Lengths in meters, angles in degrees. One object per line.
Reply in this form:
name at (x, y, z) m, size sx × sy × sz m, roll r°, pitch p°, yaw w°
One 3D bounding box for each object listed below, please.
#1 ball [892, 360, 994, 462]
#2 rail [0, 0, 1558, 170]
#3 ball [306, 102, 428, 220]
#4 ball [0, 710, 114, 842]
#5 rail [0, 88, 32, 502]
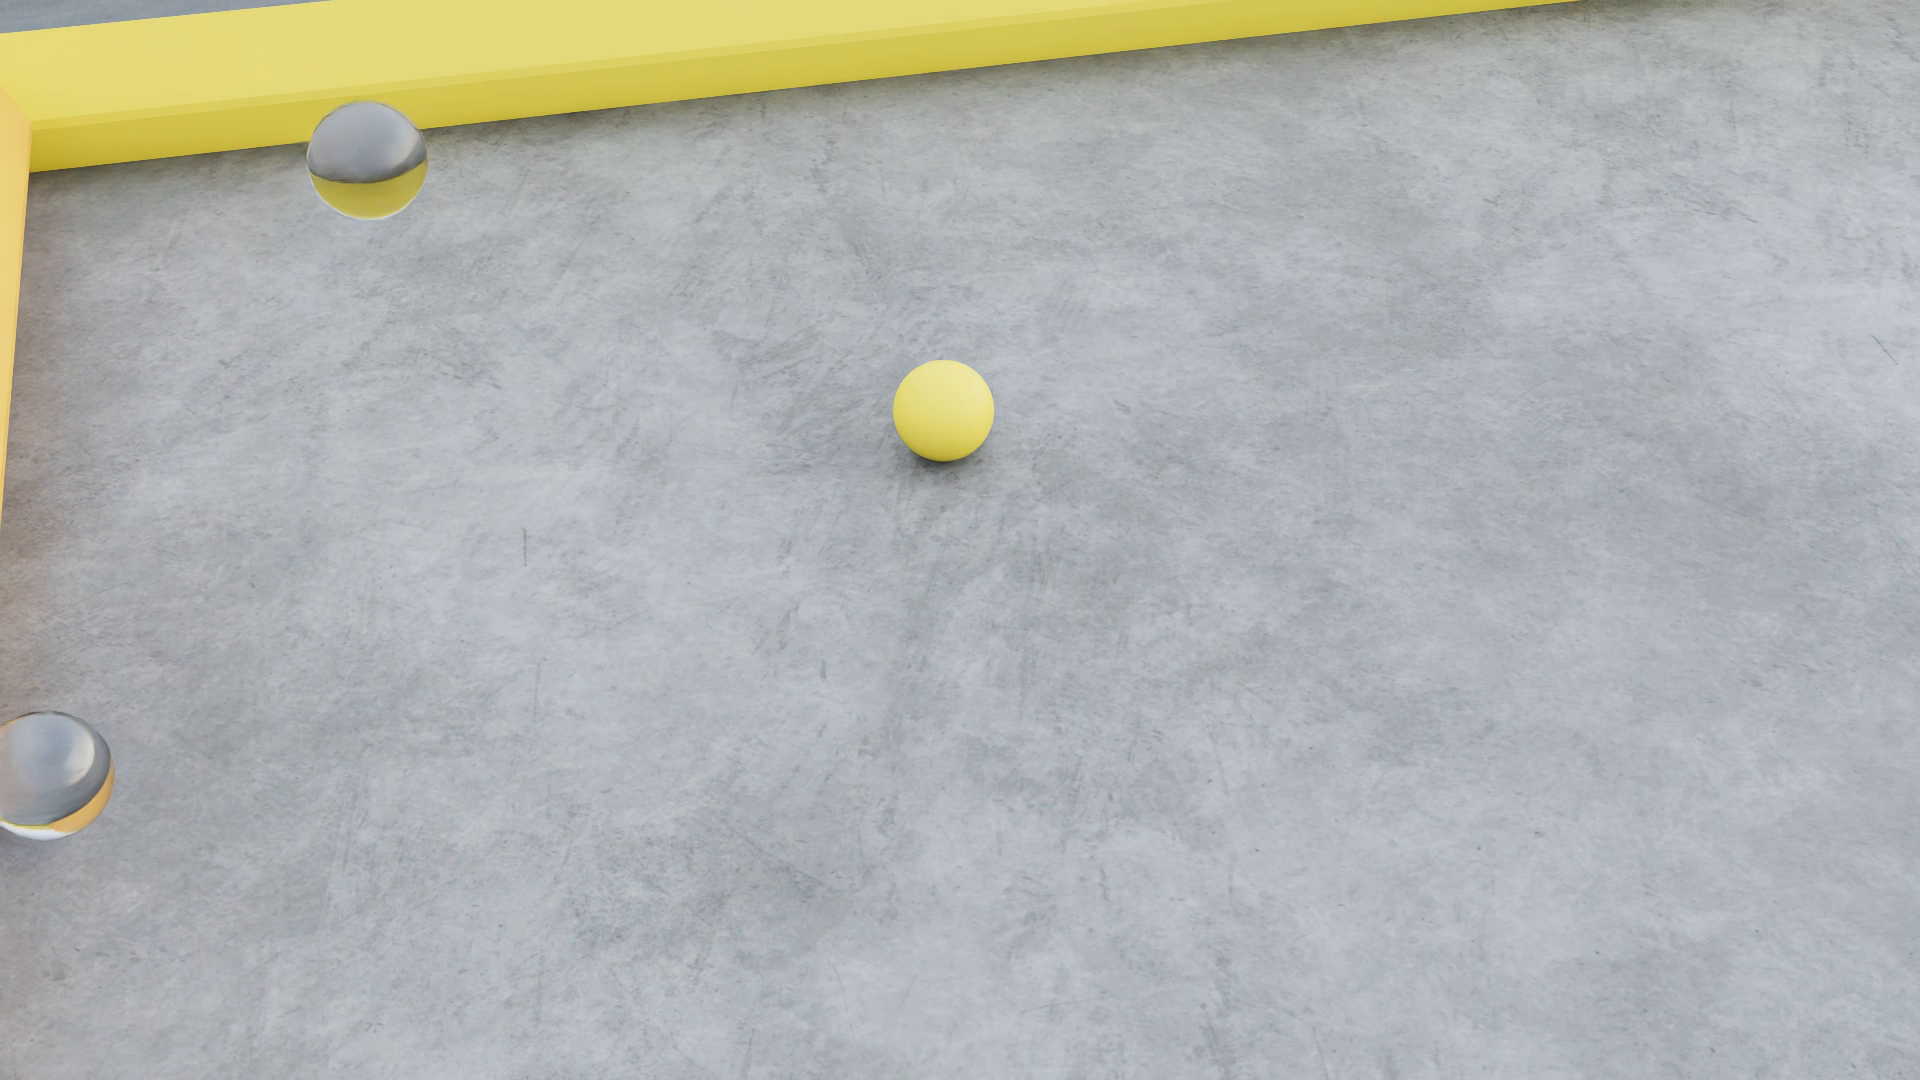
ball at (-0.011, -0.089, 1.760) m, size 0.070 × 0.070 × 0.070 m, roll 0°, pitch 35°, yaw 0°
rail at (0.431, -0.521, 2.320) m, size 2.529 × 0.121 × 0.045 m, roll -9°, pitch 36°, yaw -12°
ball at (-0.470, -0.301, 2.037) m, size 0.093 × 0.093 × 0.093 m, roll 0°, pitch 35°, yaw 0°
ball at (-0.515, 0.133, 1.446) m, size 0.074 × 0.074 × 0.074 m, roll 0°, pitch 35°, yaw 0°
rail at (-0.589, 0.067, 1.495) m, size 0.045 × 0.121 × 1.501 m, roll -9°, pitch 36°, yaw -12°
